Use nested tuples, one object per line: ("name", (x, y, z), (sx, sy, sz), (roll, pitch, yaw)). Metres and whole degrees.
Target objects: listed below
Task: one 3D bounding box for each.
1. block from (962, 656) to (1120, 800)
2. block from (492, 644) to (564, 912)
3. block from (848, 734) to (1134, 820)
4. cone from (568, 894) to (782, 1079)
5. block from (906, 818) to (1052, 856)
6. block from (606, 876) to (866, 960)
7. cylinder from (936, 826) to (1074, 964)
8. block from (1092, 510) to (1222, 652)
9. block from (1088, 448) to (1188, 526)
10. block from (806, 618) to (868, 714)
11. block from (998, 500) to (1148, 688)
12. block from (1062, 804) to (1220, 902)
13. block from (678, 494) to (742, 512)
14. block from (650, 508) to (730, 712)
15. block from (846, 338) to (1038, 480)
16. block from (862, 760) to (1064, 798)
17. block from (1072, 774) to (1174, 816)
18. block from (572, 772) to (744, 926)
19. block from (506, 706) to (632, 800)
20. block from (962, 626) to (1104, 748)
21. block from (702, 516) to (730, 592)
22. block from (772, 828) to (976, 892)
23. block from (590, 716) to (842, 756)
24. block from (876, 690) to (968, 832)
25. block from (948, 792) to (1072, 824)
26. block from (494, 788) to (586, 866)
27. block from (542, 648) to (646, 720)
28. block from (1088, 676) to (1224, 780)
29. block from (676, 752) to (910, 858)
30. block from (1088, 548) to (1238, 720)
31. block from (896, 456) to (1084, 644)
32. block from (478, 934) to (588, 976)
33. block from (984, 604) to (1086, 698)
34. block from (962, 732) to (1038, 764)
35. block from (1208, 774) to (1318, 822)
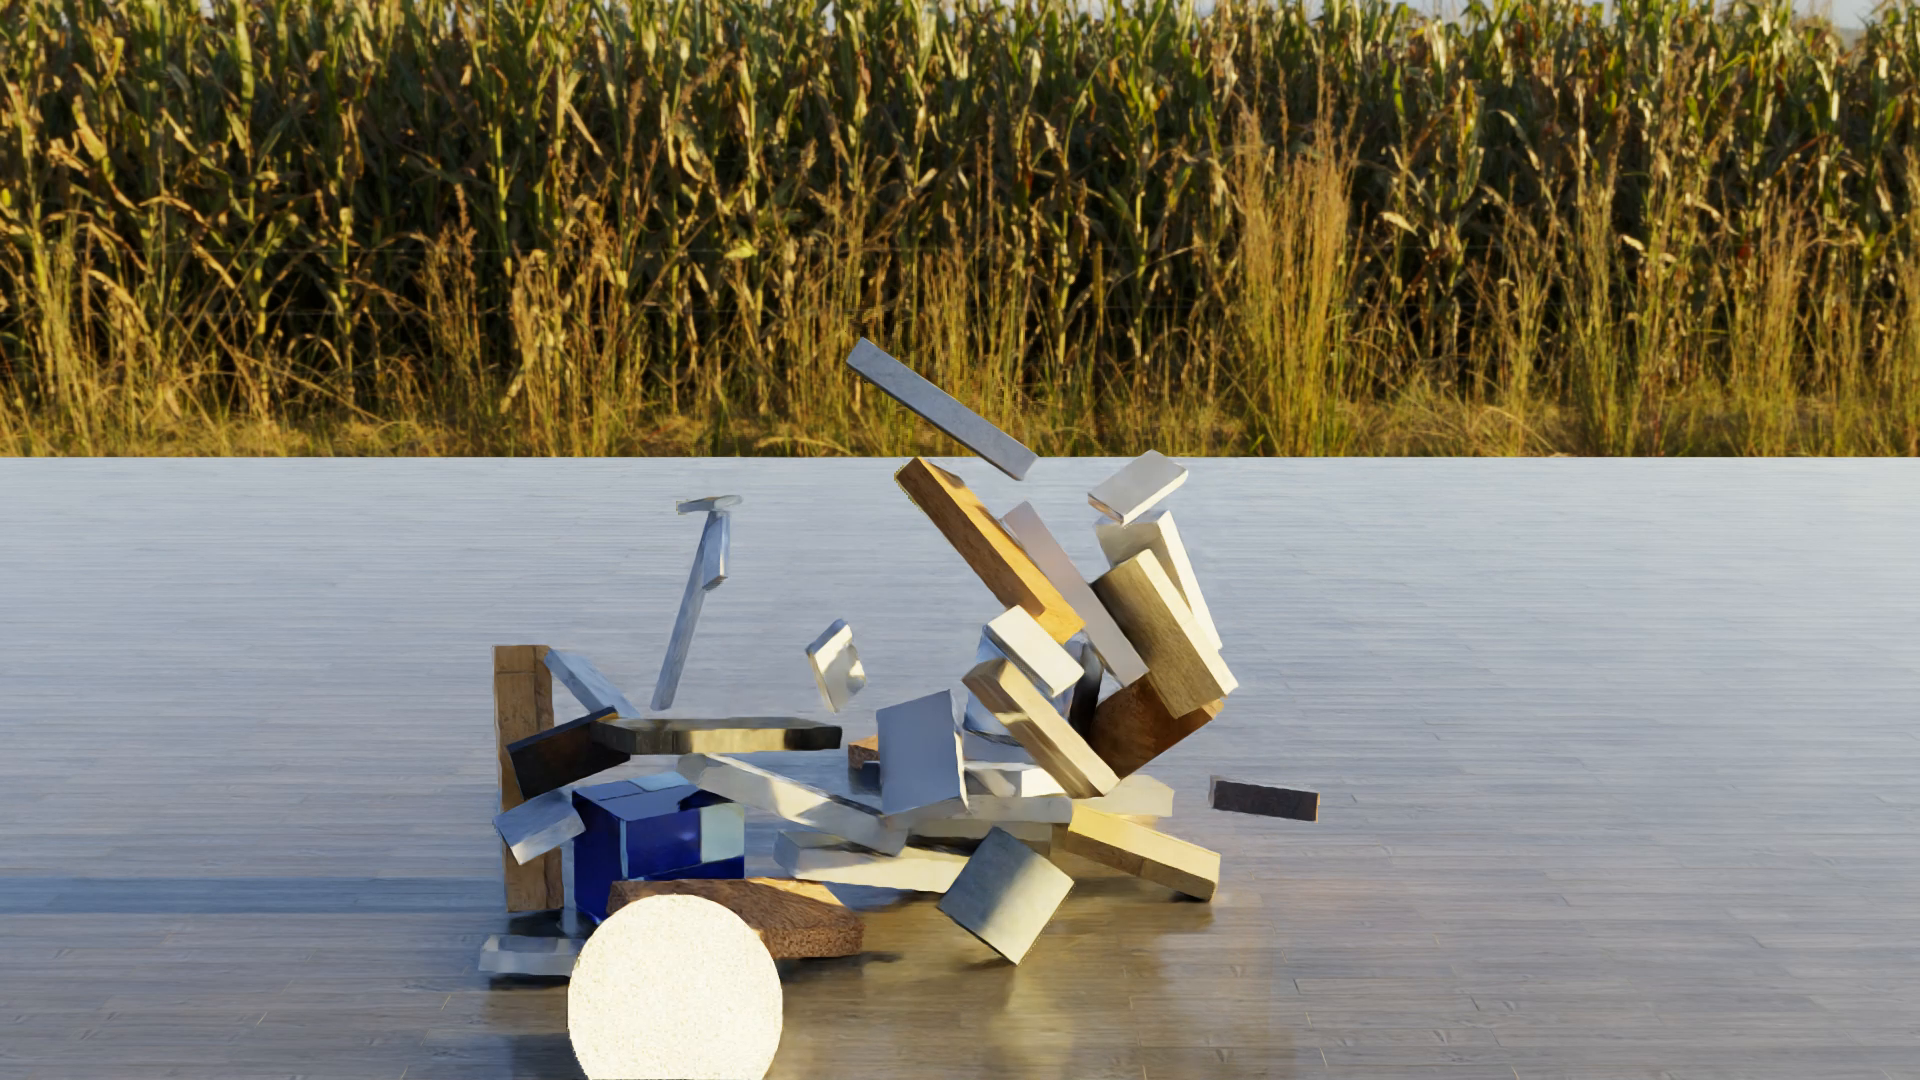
("block", (0.121, 0.289, 3.355), (0.037, 0.258, 0.129), (-45, 8, -20))
("block", (-0.710, 0.389, 3.617), (0.090, 0.436, 0.026), (-1, -13, -21))
("block", (0.073, 0.454, 4.271), (0.627, 0.047, 0.166), (8, 13, 38))
("cone", (-0.432, 0.648, 2.976), (0.295, 0.295, 0.295), (-6, -13, -29))
("block", (0.025, 0.499, 3.719), (0.258, 0.037, 0.129), (2, -19, 2))
("block", (-0.341, 0.578, 3.360), (0.352, 0.050, 0.176), (4, 16, -34))
("cylinder", (0.068, 0.541, 3.350), (0.151, 0.151, 0.151), (35, -10, 7))
("block", (0.328, 0.076, 3.646), (0.132, 0.265, 0.037), (-3, 29, 41))
("block", (0.266, -0.080, 3.294), (0.072, 0.020, 0.144), (35, 53, 30))
("block", (-0.184, 0.189, 3.278), (0.020, 0.144, 0.072), (28, 60, 32))
("block", (0.182, 0.087, 3.570), (0.047, 0.334, 0.167), (-36, 0, -2))
("block", (0.305, 0.523, 3.692), (0.258, 0.037, 0.129), (19, 15, 4))
("block", (-0.398, -0.058, 3.503), (0.052, 0.015, 0.104), (-15, 7, -39))
("block", (-0.436, 0.113, 3.556), (0.015, 0.340, 0.052), (19, 7, 15))
("block", (-0.032, -0.209, 3.532), (0.334, 0.047, 0.167), (34, 0, -3))
("block", (0.005, 0.391, 3.634), (0.299, 0.042, 0.149), (0, -2, 30))
("block", (0.197, 0.449, 3.928), (0.332, 0.047, 0.166), (4, 2, -11))
("block", (-0.486, 0.509, 3.546), (0.205, 0.205, 0.205), (-7, 13, -33))
("block", (-0.621, 0.338, 3.495), (0.180, 0.090, 0.025), (-20, 26, -19))
("block", (0.127, 0.259, 3.718), (0.176, 0.176, 0.176), (9, -10, 18))
("block", (-0.377, 0.021, 3.409), (0.015, 0.104, 0.052), (20, -37, -31))
("block", (-0.115, 0.531, 3.609), (0.352, 0.050, 0.176), (8, 0, -17))
("block", (-0.388, 0.314, 3.540), (0.404, 0.037, 0.129), (3, 2, -42))
("block", (-0.063, 0.356, 3.567), (0.129, 0.037, 0.258), (-17, 36, 7))
("block", (0.032, 0.439, 3.658), (0.299, 0.042, 0.149), (2, -3, -2))
("block", (-0.659, 0.444, 3.437), (0.112, 0.032, 0.224), (-28, 12, -15))
("block", (-0.599, 0.249, 3.608), (0.180, 0.025, 0.090), (41, 11, 30))
("block", (0.317, 0.306, 3.797), (0.037, 0.132, 0.333), (-43, -1, -35))
("block", (-0.271, 0.417, 3.541), (0.352, 0.050, 0.176), (22, -4, -19))
("block", (0.329, 0.155, 3.593), (0.037, 0.265, 0.132), (-34, 1, -41))
("block", (0.048, 0.017, 3.443), (0.334, 0.047, 0.167), (50, 11, 23))
("block", (-0.599, 0.625, 3.300), (0.224, 0.032, 0.112), (4, 1, -3))
("block", (0.109, 0.165, 3.257), (0.144, 0.020, 0.072), (45, 46, 16))
("block", (0.143, 0.398, 4.098), (0.166, 0.047, 0.332), (4, -2, -21))
("block", (0.461, 0.394, 3.371), (0.149, 0.042, 0.299), (7, -4, 6))
